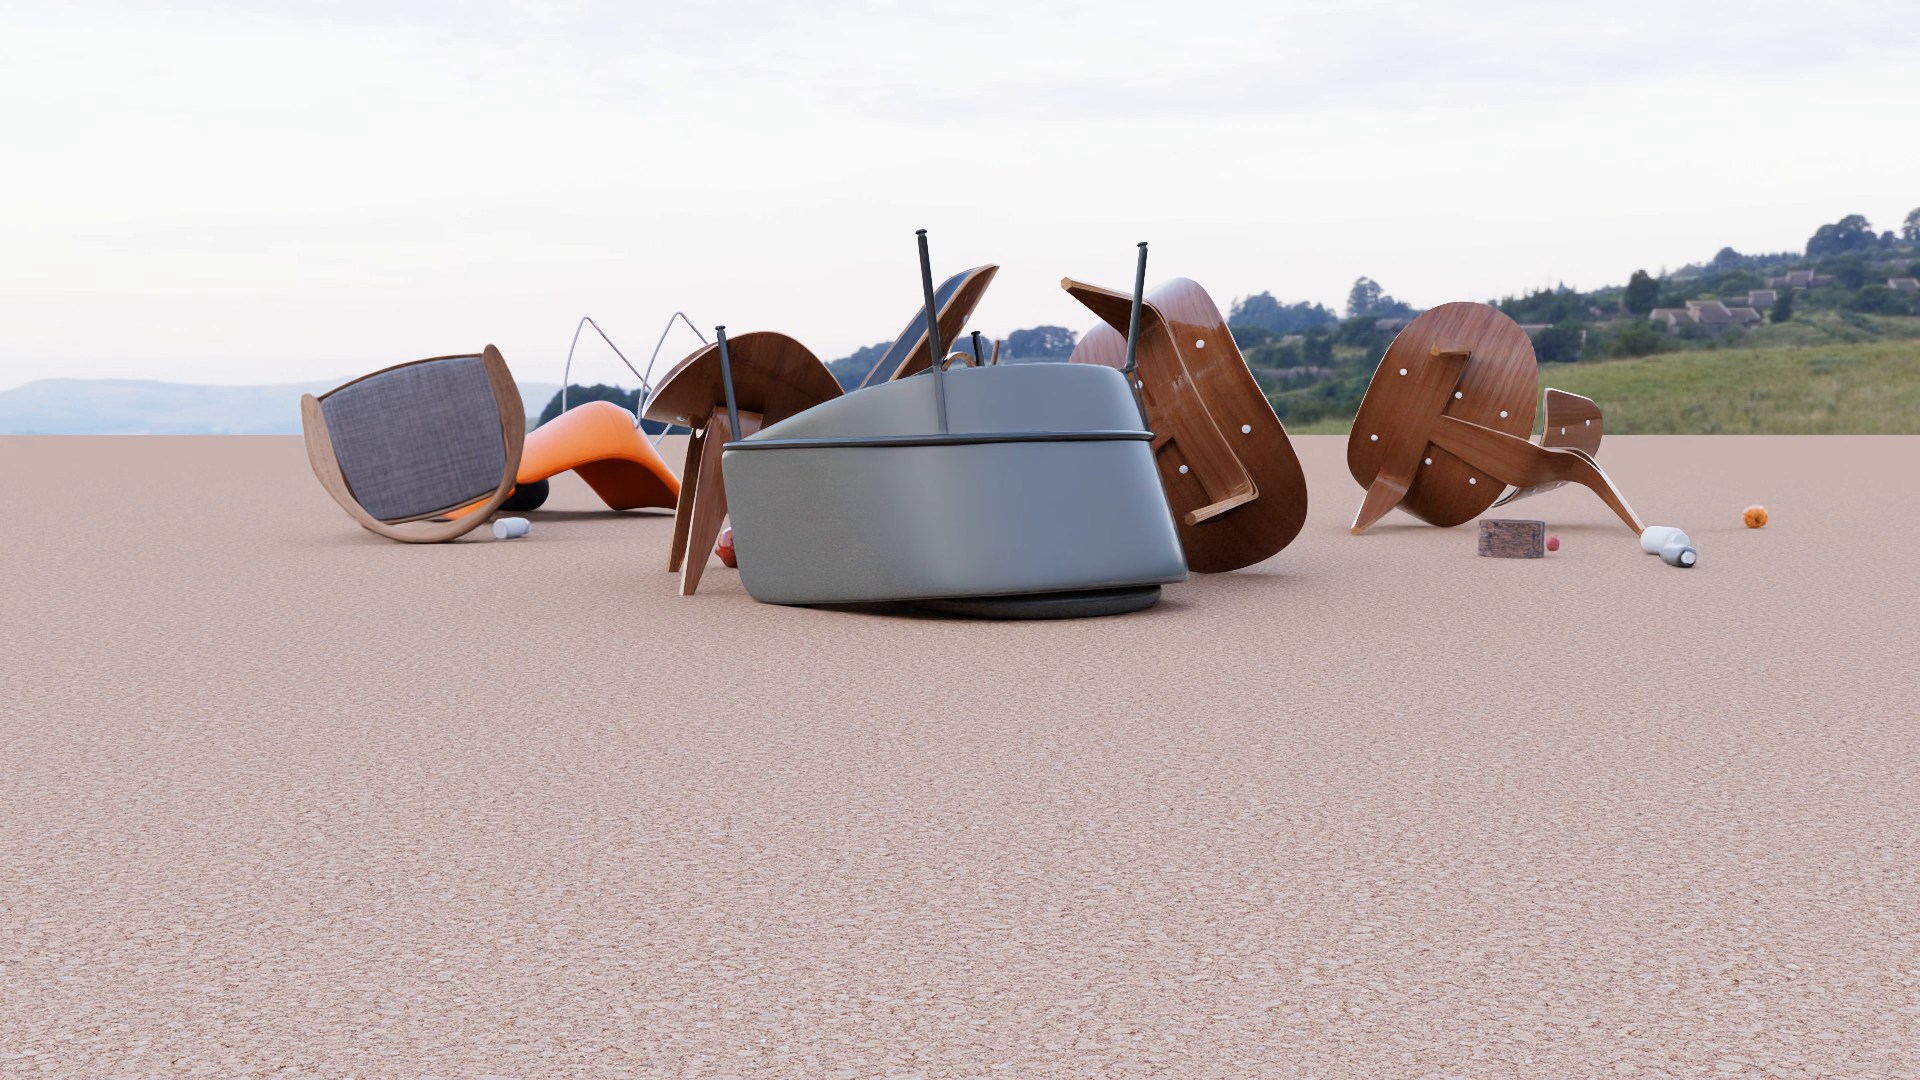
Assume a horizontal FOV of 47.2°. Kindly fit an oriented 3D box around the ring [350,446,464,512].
[{"bbox_3d":[-2.018,-0.223,8.031,0.466,0.066,0.436,-32,6,-26],"label":"ring"}]

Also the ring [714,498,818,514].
[{"bbox_3d":[-0.706,-0.124,8.010,0.387,0.048,0.168,-1,3,-14],"label":"ring"}]

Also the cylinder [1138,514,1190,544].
[{"bbox_3d":[0.597,-0.034,6.413,0.133,0.086,0.078,-2,3,26],"label":"cylinder"}]

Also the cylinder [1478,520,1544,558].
[{"bbox_3d":[1.481,-0.004,5.909,0.148,0.094,0.186,-3,5,-39],"label":"cylinder"}]

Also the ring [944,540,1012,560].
[{"bbox_3d":[0.047,0.027,5.835,0.180,0.043,0.182,-1,5,4],"label":"ring"}]

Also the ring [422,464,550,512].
[{"bbox_3d":[-1.735,-0.186,8.042,0.484,0.165,0.405,-2,0,22],"label":"ring"}]
